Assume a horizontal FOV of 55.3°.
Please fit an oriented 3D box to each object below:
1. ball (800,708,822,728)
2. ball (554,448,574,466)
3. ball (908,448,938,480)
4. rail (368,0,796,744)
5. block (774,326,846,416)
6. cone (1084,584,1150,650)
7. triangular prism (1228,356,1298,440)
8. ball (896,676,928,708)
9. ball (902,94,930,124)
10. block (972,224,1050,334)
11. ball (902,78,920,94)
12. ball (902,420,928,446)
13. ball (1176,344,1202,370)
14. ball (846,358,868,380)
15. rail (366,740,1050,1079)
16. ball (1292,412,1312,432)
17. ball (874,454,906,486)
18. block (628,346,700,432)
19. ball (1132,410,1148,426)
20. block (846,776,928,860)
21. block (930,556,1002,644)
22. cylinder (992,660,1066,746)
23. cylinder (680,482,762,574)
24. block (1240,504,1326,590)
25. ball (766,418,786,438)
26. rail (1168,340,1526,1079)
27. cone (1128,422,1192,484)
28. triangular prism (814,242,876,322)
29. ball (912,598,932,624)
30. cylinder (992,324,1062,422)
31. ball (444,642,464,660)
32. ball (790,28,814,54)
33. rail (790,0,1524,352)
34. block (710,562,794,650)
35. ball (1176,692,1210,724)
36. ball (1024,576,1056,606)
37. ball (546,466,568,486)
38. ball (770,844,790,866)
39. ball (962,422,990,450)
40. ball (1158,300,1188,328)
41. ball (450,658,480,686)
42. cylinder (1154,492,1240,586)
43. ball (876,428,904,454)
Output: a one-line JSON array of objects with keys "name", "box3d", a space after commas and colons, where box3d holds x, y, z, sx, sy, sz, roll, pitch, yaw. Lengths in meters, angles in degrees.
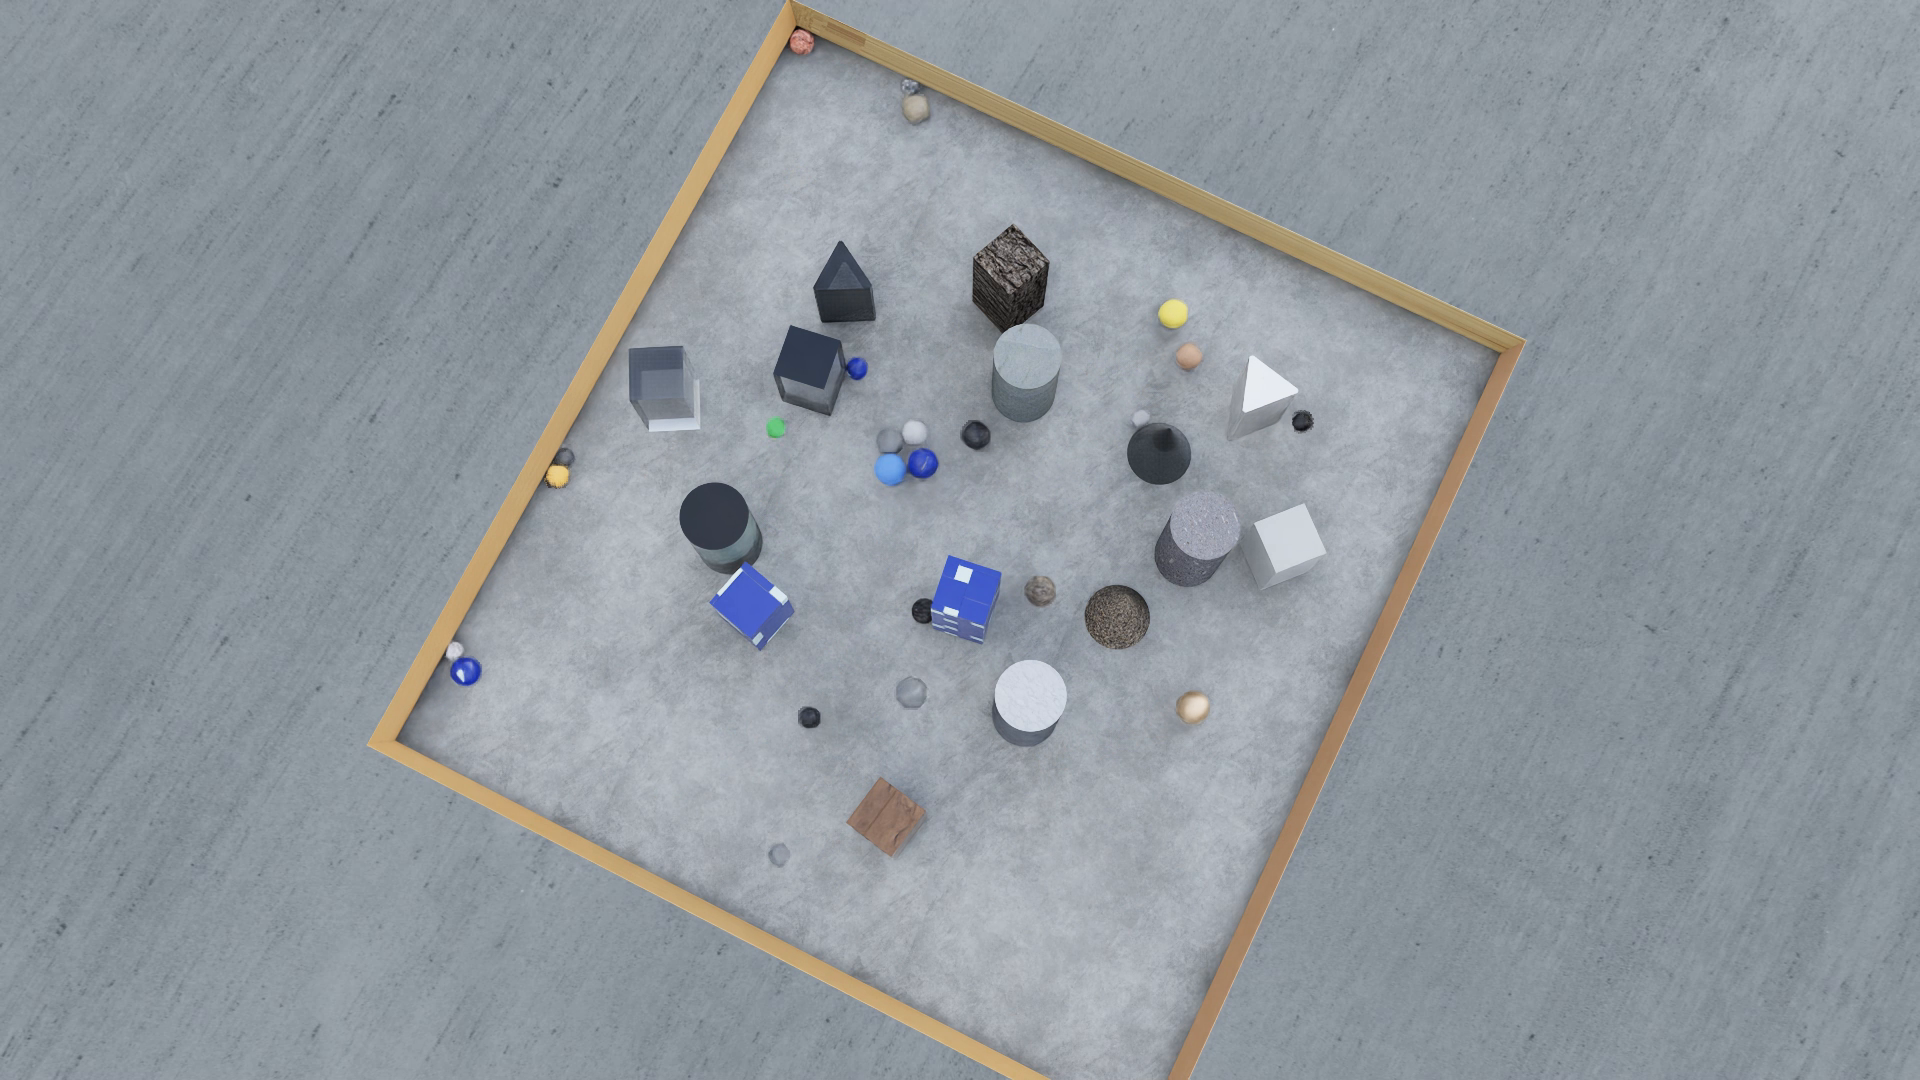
[{"name": "ball", "box3d": [-0.447, 0.532, 5.474, 0.064, 0.064, 0.064, 0, 78, 0]}, {"name": "ball", "box3d": [-1.217, -0.254, 5.640, 0.058, 0.058, 0.058, 0, 78, 0]}, {"name": "ball", "box3d": [-0.114, -0.234, 5.617, 0.093, 0.093, 0.093, 0, 78, 0]}, {"name": "rail", "box3d": [-1.120, -0.542, 5.662, 0.045, 0.129, 2.661, 26, 80, 5]}, {"name": "block", "box3d": [-0.453, -0.512, 5.573, 0.159, 0.294, 0.159, 17, 79, 4]}, {"name": "cone", "box3d": [0.478, 0.196, 5.383, 0.199, 0.379, 0.199, 0, 78, 0]}, {"name": "triangular prism", "box3d": [0.883, -0.440, 5.537, 0.172, 0.335, 0.149, -21, 79, -4]}, {"name": "ball", "box3d": [-0.143, 0.456, 5.473, 0.096, 0.096, 0.096, 0, 78, 0]}, {"name": "ball", "box3d": [-0.139, -1.376, 5.856, 0.090, 0.090, 0.090, 0, 78, 0]}, {"name": "block", "box3d": [0.151, -0.785, 5.576, 0.159, 0.397, 0.159, -41, 81, -8]}, {"name": "ball", "box3d": [-0.159, -1.459, 5.891, 0.054, 0.054, 0.054, 0, 78, 0]}, {"name": "ball", "box3d": [-0.139, -0.330, 5.645, 0.079, 0.079, 0.079, 0, 78, 0]}, {"name": "ball", "box3d": [0.711, -0.569, 5.694, 0.080, 0.080, 0.080, 0, 78, 0]}, {"name": "ball", "box3d": [-0.321, -0.530, 5.692, 0.067, 0.067, 0.067, 0, 78, 0]}, {"name": "rail", "box3d": [-0.584, 1.151, 5.311, 2.552, 0.129, 0.045, 26, 80, 5]}, {"name": "ball", "box3d": [1.057, -0.364, 5.662, 0.059, 0.059, 0.059, 0, 78, 0]}, {"name": "ball", "box3d": [-0.213, -0.215, 5.612, 0.097, 0.097, 0.097, 0, 78, 0]}, {"name": "block", "box3d": [-0.889, -0.453, 5.533, 0.159, 0.348, 0.159, -3, 78, -1]}, {"name": "ball", "box3d": [0.559, -0.375, 5.668, 0.052, 0.052, 0.052, 0, 78, 0]}, {"name": "block", "box3d": [-0.207, 0.806, 5.280, 0.159, 0.333, 0.159, 36, 81, 7]}, {"name": "block", "box3d": [0.018, 0.180, 5.382, 0.159, 0.386, 0.159, 18, 79, 4]}, {"name": "cylinder", "box3d": [0.196, 0.476, 5.287, 0.199, 0.453, 0.199, 0, 78, 0]}, {"name": "cylinder", "box3d": [-0.704, -0.030, 5.429, 0.199, 0.379, 0.199, 0, 78, 0]}, {"name": "block", "box3d": [0.959, 0.024, 5.463, 0.159, 0.291, 0.159, -21, 79, -4]}, {"name": "ball", "box3d": [-0.569, -0.344, 5.657, 0.060, 0.060, 0.060, 0, 78, 0]}, {"name": "rail", "box3d": [1.120, 0.555, 5.435, 0.045, 0.129, 2.661, 26, 80, 5]}, {"name": "cone", "box3d": [0.616, -0.298, 5.524, 0.199, 0.302, 0.199, 0, 78, 0]}, {"name": "triangular prism", "box3d": [-0.354, -0.794, 5.626, 0.172, 0.304, 0.149, -3, 78, -1]}, {"name": "ball", "box3d": [-0.108, 0.214, 5.533, 0.077, 0.077, 0.077, 0, 78, 0]}, {"name": "cylinder", "box3d": [0.198, -0.500, 5.532, 0.199, 0.368, 0.199, 0, 78, 0]}, {"name": "ball", "box3d": [-1.524, 0.332, 5.519, 0.056, 0.056, 0.056, 0, 78, 0]}, {"name": "ball", "box3d": [-0.510, -1.606, 5.908, 0.081, 0.081, 0.081, 0, 78, 0]}, {"name": "rail", "box3d": [0.584, -1.138, 5.785, 2.552, 0.129, 0.045, 26, 80, 5]}, {"name": "block", "box3d": [-0.614, 0.199, 5.438, 0.159, 0.270, 0.159, 40, 81, 8]}, {"name": "ball", "box3d": [0.693, 0.500, 5.462, 0.100, 0.100, 0.100, 0, 78, 0]}, {"name": "ball", "box3d": [0.241, 0.153, 5.538, 0.092, 0.092, 0.092, 0, 78, 0]}, {"name": "ball", "box3d": [-1.235, -0.196, 5.623, 0.067, 0.067, 0.067, 0, 78, 0]}, {"name": "ball", "box3d": [-0.530, 0.926, 5.393, 0.063, 0.063, 0.063, 0, 78, 0]}, {"name": "ball", "box3d": [0.051, -0.322, 5.639, 0.086, 0.086, 0.086, 0, 78, 0]}, {"name": "ball", "box3d": [0.665, -0.704, 5.717, 0.089, 0.089, 0.089, 0, 78, 0]}, {"name": "ball", "box3d": [-1.482, 0.396, 5.490, 0.087, 0.087, 0.087, 0, 78, 0]}, {"name": "cylinder", "box3d": [0.694, 0.002, 5.395, 0.199, 0.433, 0.199, 0, 78, 0]}, {"name": "ball", "box3d": [-0.216, -0.303, 5.636, 0.085, 0.085, 0.085, 0, 78, 0]}]
